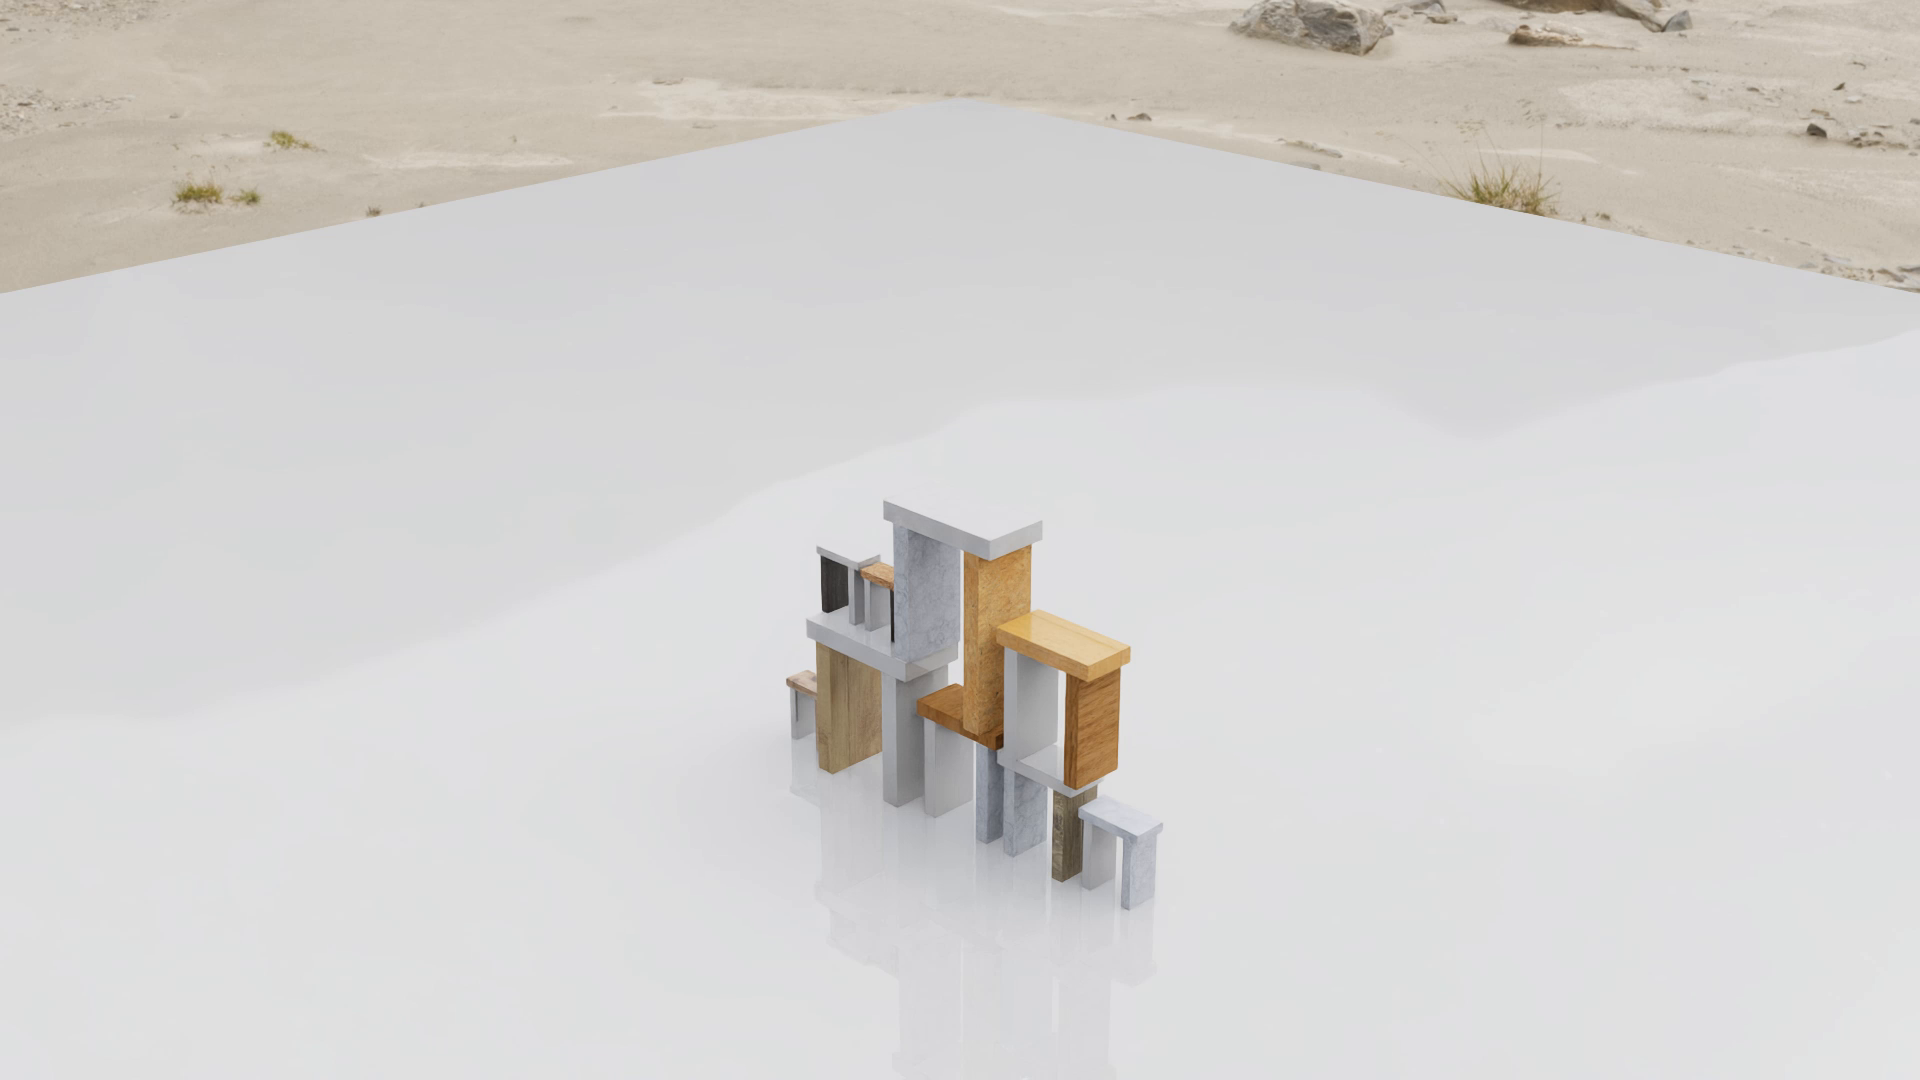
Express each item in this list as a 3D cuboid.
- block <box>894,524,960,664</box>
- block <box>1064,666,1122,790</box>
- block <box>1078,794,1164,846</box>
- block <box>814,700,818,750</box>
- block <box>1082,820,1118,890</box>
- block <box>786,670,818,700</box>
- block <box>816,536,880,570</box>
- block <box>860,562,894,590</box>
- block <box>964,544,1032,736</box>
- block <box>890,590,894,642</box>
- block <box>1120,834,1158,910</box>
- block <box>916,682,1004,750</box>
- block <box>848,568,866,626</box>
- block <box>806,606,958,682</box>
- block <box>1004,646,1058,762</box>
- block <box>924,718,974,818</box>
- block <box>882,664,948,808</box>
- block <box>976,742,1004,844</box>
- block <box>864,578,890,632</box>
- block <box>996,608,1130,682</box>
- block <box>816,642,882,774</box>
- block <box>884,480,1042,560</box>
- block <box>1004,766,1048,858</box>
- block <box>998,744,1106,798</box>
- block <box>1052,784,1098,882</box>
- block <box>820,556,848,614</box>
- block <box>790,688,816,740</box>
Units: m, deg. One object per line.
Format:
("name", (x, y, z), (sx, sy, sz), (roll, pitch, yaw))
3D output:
("block", (-0.064, 0.085, 4.330), (0.041, 0.287, 0.144), (21, 31, 41))
("block", (0.247, 0.339, 4.101), (0.117, 0.233, 0.033), (-21, 31, -41))
("block", (0.301, 0.524, 4.123), (0.147, 0.021, 0.073), (21, 31, 41))
("block", (-0.280, 0.387, 4.693), (0.017, 0.121, 0.061), (21, 31, 41))
("block", (0.267, 0.588, 4.188), (0.021, 0.147, 0.073), (21, 31, 41))
("block", (-0.308, 0.312, 4.692), (0.121, 0.017, 0.061), (21, 31, 41))
("block", (-0.228, 0.028, 4.487), (0.126, 0.018, 0.063), (21, 31, 41))
("block", (-0.140, 0.075, 4.411), (0.057, 0.016, 0.113), (-21, 31, -41))
("block", (0.072, 0.179, 4.222), (0.041, 0.375, 0.144), (21, 31, 41))
("block", (-0.113, 0.145, 4.411), (0.016, 0.113, 0.057), (21, 31, 41))
("block", (0.336, 0.615, 4.124), (0.021, 0.147, 0.073), (21, 31, 41))
("block", (0.030, 0.347, 4.345), (0.218, 0.031, 0.109), (21, 31, 41))
("block", (-0.198, 0.106, 4.488), (0.063, 0.126, 0.018), (-21, 31, -41))
("block", (-0.160, 0.201, 4.478), (0.295, 0.042, 0.148), (21, 31, 41))
("block", (0.137, 0.296, 4.202), (0.033, 0.233, 0.117), (21, 31, 41))
("block", (-0.022, 0.442, 4.440), (0.031, 0.218, 0.109), (21, 31, 41))
("block", (-0.090, 0.383, 4.480), (0.042, 0.295, 0.148), (21, 31, 41))
("block", (0.081, 0.482, 4.346), (0.109, 0.218, 0.031), (-21, 31, -41))
("block", (-0.167, 0.124, 4.461), (0.057, 0.113, 0.016), (-21, 31, -41))
("block", (0.192, 0.195, 4.100), (0.233, 0.033, 0.117), (21, 31, 41))
("block", (-0.230, 0.329, 4.608), (0.042, 0.295, 0.148), (21, 31, 41))
("block", (0.004, -0.039, 4.203), (0.287, 0.041, 0.144), (21, 31, 40))
("block", (0.129, 0.515, 4.299), (0.027, 0.193, 0.096), (21, 31, 41))
("block", (0.174, 0.432, 4.215), (0.193, 0.027, 0.096), (21, 31, 41))
("block", (0.220, 0.551, 4.216), (0.027, 0.193, 0.096), (21, 31, 41))
("block", (-0.258, 0.082, 4.542), (0.018, 0.126, 0.063), (21, 31, 41))
("block", (-0.337, 0.365, 4.745), (0.017, 0.122, 0.061), (21, 31, 41))
